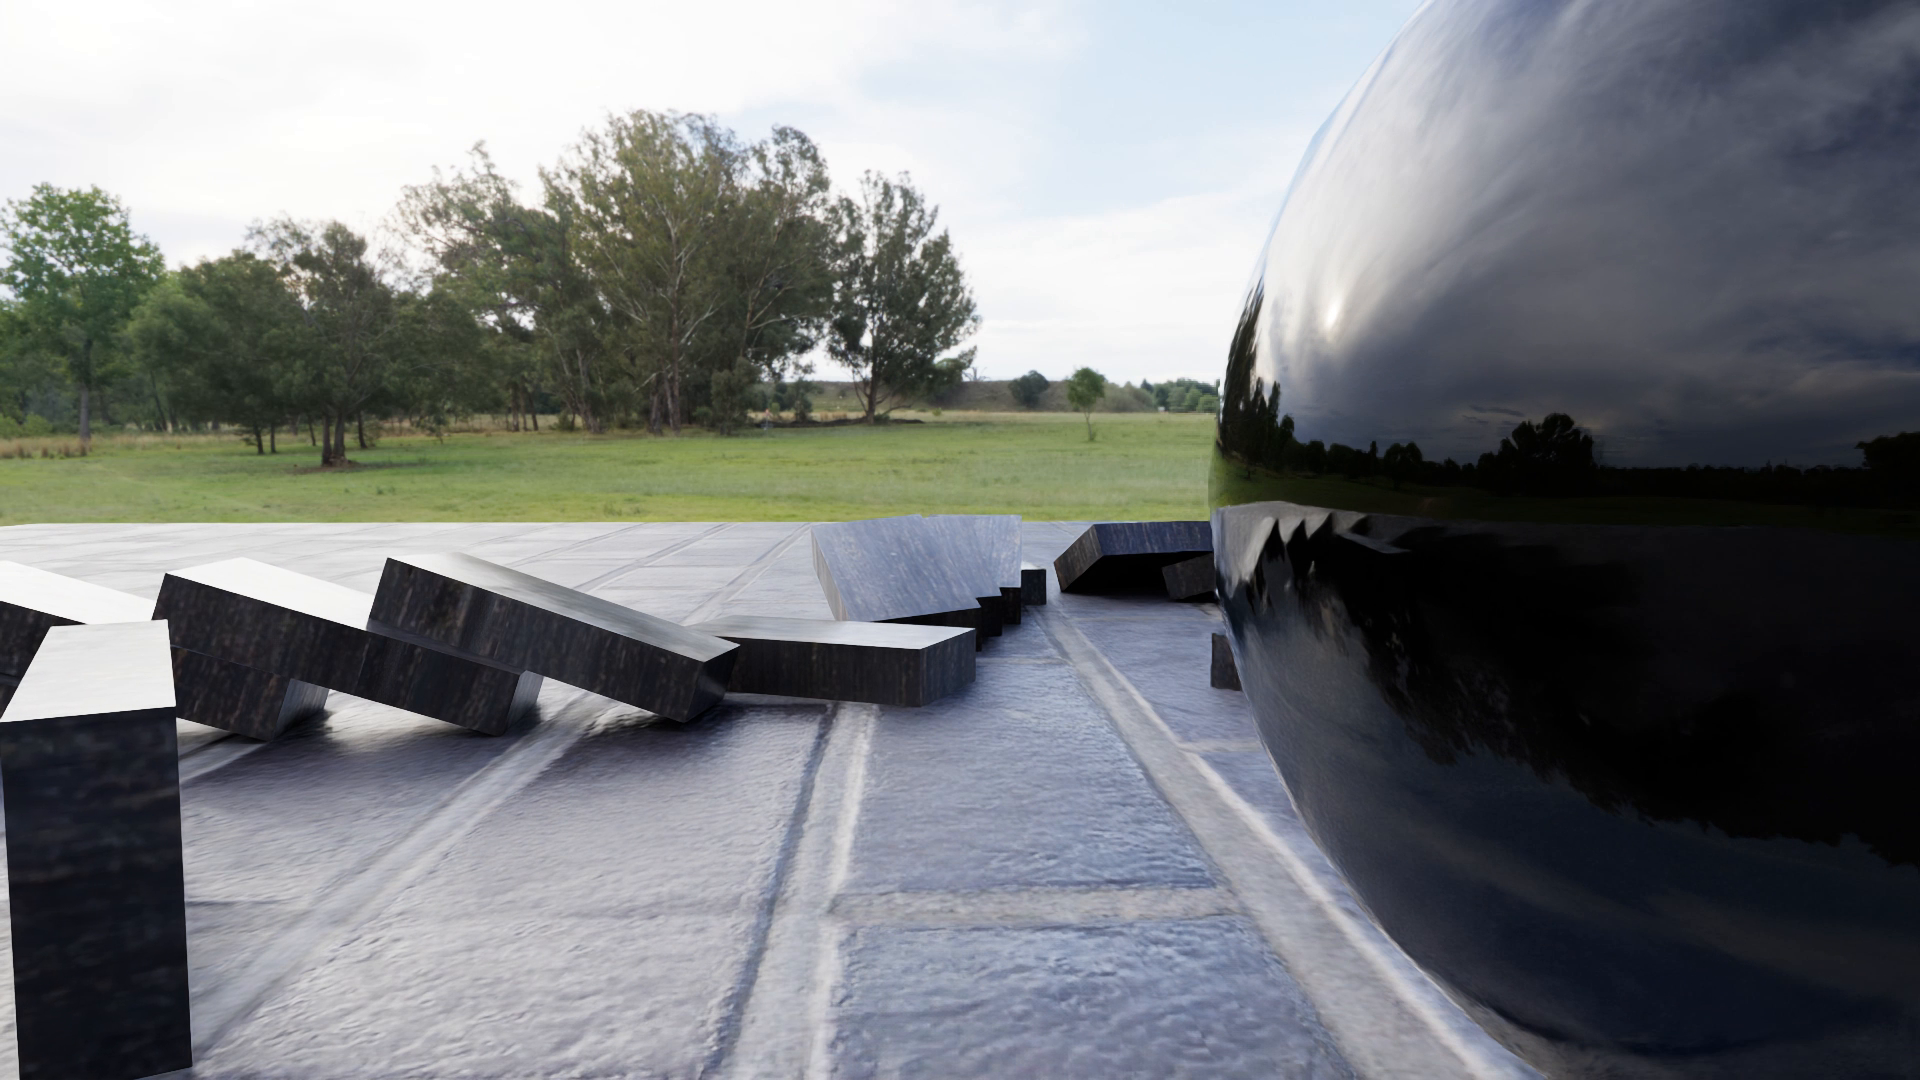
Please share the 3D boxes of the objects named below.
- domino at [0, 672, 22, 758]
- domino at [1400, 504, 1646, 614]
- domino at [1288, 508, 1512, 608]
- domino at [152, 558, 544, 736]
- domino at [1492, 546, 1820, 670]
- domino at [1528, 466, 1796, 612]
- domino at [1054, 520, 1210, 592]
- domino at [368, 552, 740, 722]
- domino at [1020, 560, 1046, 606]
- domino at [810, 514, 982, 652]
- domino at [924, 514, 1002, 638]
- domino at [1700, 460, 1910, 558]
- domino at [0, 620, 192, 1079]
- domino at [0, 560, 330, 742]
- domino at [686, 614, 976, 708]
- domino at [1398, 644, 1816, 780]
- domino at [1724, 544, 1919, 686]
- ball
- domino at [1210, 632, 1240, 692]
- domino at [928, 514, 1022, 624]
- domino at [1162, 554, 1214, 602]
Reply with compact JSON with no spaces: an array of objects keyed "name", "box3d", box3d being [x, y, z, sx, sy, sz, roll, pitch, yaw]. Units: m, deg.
[{"name":"domino","box3d":[-0.151,0.018,0.173,0.050,0.010,0.025,17,-3,-25]},{"name":"domino","box3d":[0.135,0.005,0.307,0.025,0.009,0.050,-4,-17,-46]},{"name":"domino","box3d":[0.113,0.005,0.329,0.050,0.009,0.025,-22,-9,33]},{"name":"domino","box3d":[-0.090,0.016,0.195,0.050,0.010,0.025,18,2,-8]},{"name":"domino","box3d":[0.119,0.014,0.219,0.050,0.009,0.025,-20,15,-25]},{"name":"domino","box3d":[0.152,0.003,0.277,0.025,0.009,0.050,-7,-28,-38]},{"name":"domino","box3d":[0.055,0.004,0.371,0.050,0.010,0.025,-2,-25,-26]},{"name":"domino","box3d":[-0.062,0.015,0.203,0.050,0.010,0.025,18,2,2]},{"name":"domino","box3d":[0.006,0.011,0.362,0.025,0.010,0.050,-1,4,-10]},{"name":"domino","box3d":[-0.014,0.009,0.266,0.025,0.010,0.050,-7,24,-14]},{"name":"domino","box3d":[-0.007,0.008,0.295,0.025,0.009,0.050,-4,22,-7]},{"name":"domino","box3d":[0.162,0.002,0.261,0.025,0.009,0.050,-2,-31,-45]},{"name":"domino","box3d":[-0.070,0.022,0.105,0.010,0.025,0.050,-3,5,-32]},{"name":"domino","box3d":[-0.122,0.016,0.190,0.050,0.010,0.025,18,0,-11]},{"name":"domino","box3d":[-0.025,0.021,0.228,0.050,0.009,0.025,2,5,22]},{"name":"domino","box3d":[0.093,0.024,0.187,0.050,0.009,0.025,3,5,38]},{"name":"domino","box3d":[0.153,0.014,0.232,0.050,0.010,0.025,-18,14,-23]},{"name":"ball","box3d":[0.055,-0.003,0.073,0.080,0.080,0.080,0,4,0]},{"name":"domino","box3d":[0.069,0.020,0.237,0.025,0.010,0.050,3,5,36]},{"name":"domino","box3d":[0.003,0.007,0.325,0.025,0.010,0.050,0,21,3]},{"name":"domino","box3d":[0.083,0.005,0.345,0.050,0.009,0.025,-18,-6,31]}]
